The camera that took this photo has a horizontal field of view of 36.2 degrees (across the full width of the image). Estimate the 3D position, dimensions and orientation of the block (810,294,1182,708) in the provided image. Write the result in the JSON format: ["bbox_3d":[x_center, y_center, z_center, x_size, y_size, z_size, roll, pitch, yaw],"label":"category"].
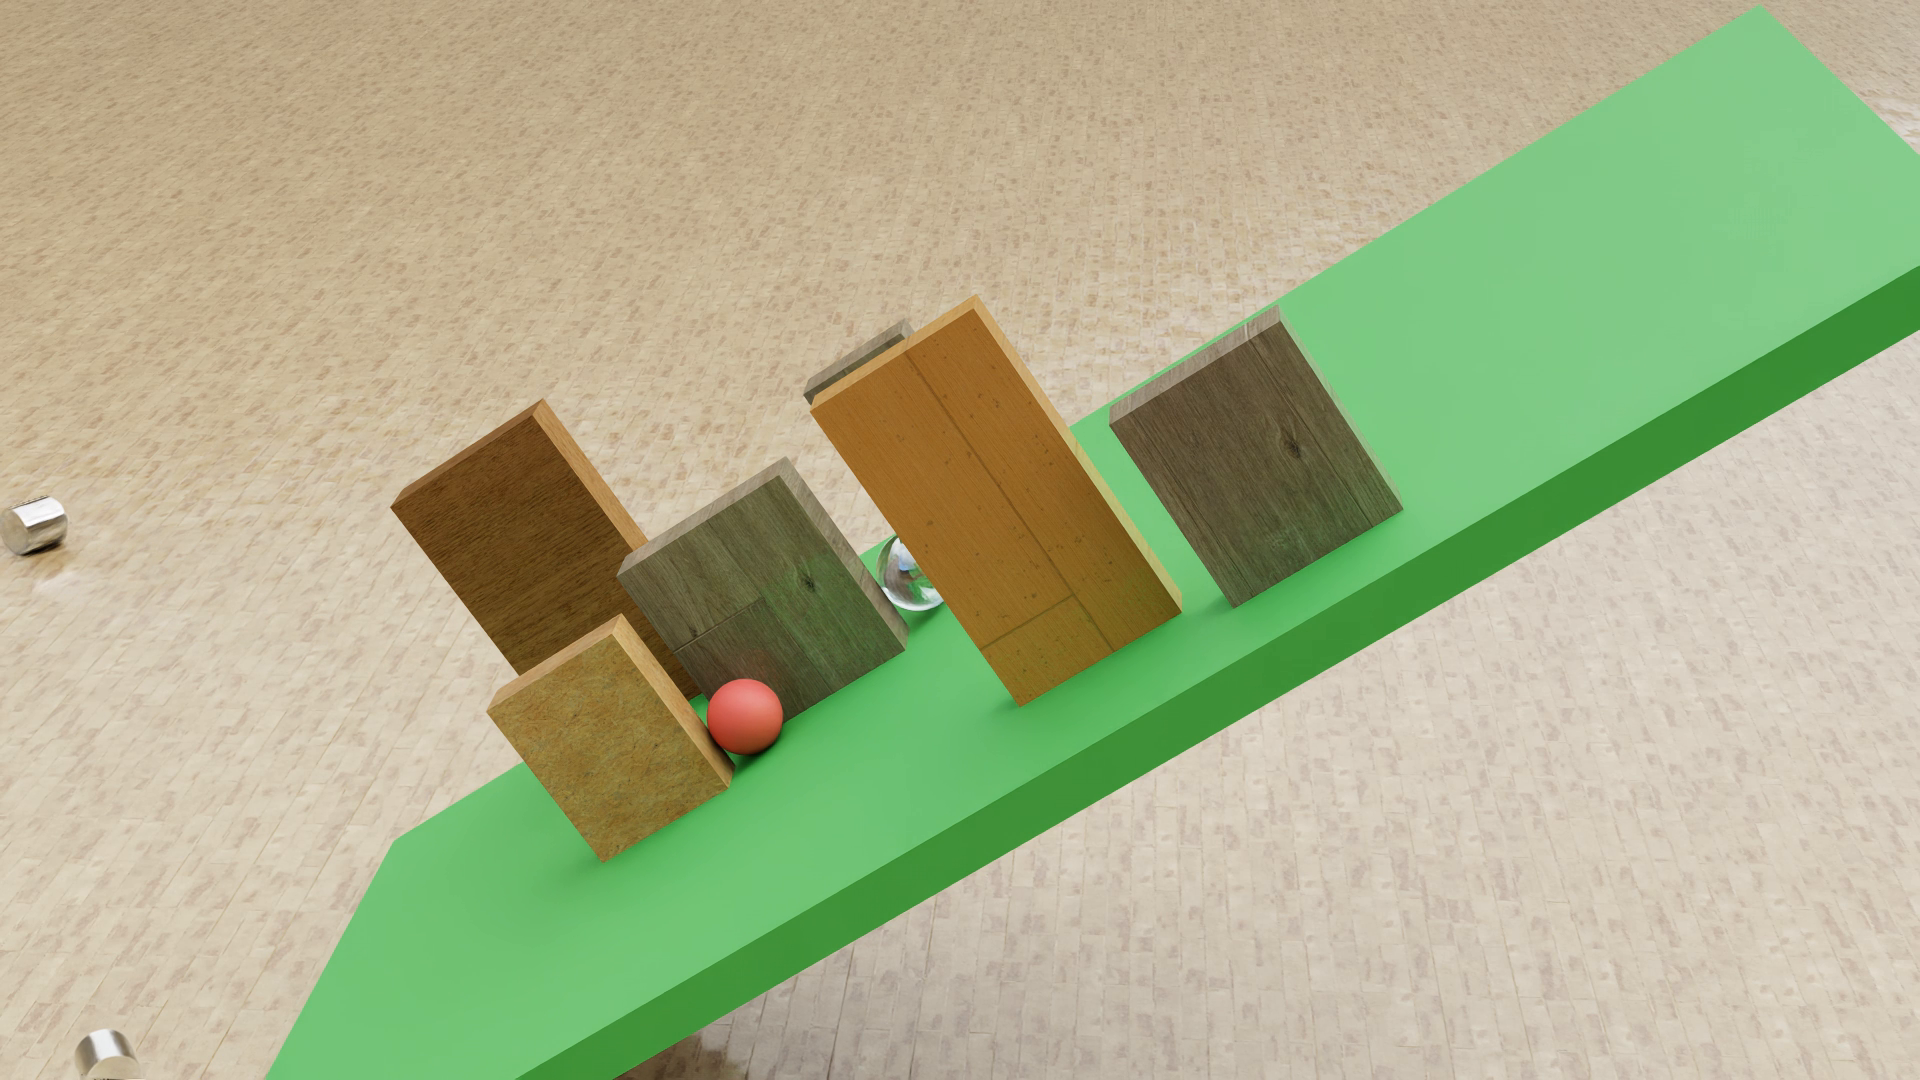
[{"bbox_3d":[0.074,-0.069,5.598,0.371,0.715,0.098,-31,16,14],"label":"block"}]

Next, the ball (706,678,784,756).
[{"bbox_3d":[-0.471,0.387,6.434,0.168,0.168,0.168,0,21,0],"label":"ball"}]

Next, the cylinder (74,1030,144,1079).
[{"bbox_3d":[-1.932,1.198,6.673,0.129,0.129,0.129,-10,23,-25],"label":"cylinder"}]

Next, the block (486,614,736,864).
[{"bbox_3d":[-0.757,0.433,6.404,0.340,0.429,0.117,-31,16,14],"label":"block"}]

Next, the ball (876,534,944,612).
[{"bbox_3d":[-0.095,0.067,6.567,0.185,0.185,0.185,0,21,0],"label":"ball"}]

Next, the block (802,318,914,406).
[{"bbox_3d":[-0.083,-0.193,6.630,0.265,0.550,0.116,-31,16,14],"label":"block"}]

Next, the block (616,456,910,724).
[{"bbox_3d":[-0.432,0.139,6.495,0.439,0.484,0.127,-31,16,14],"label":"block"}]

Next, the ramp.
[{"bbox_3d":[0.138,0.172,6.299,4.000,0.100,2.000,-31,16,14],"label":"ramp"}]

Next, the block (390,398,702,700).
[{"bbox_3d":[-0.958,0.105,7.129,0.429,0.794,0.130,-31,16,14],"label":"block"}]

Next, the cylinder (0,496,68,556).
[{"bbox_3d":[-3.130,-0.048,9.939,0.160,0.160,0.160,14,25,34],"label":"cylinder"}]

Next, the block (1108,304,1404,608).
[{"bbox_3d":[0.543,-0.151,5.401,0.364,0.426,0.109,-31,16,14],"label":"block"}]
